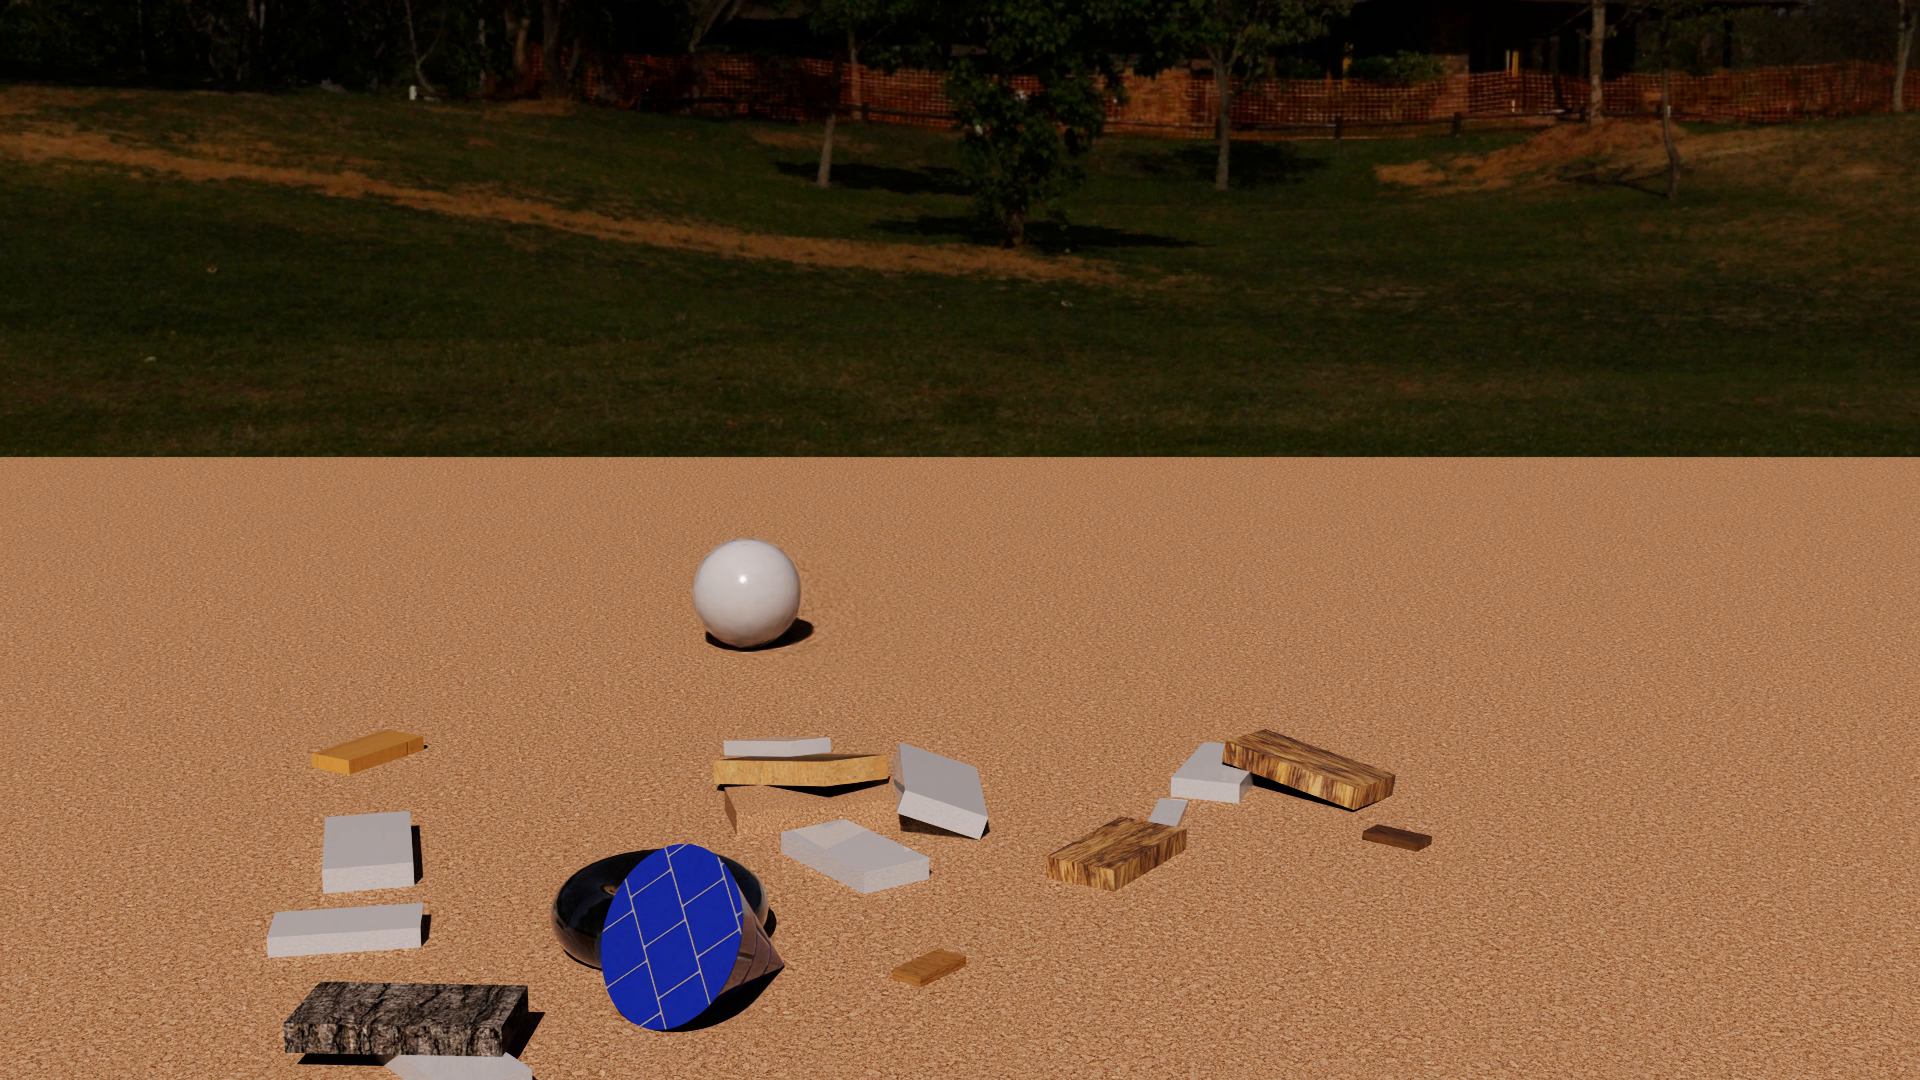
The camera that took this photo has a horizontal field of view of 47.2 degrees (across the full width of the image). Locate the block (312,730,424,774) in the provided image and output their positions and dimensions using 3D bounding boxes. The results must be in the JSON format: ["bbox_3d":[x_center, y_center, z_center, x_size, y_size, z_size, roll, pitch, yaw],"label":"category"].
[{"bbox_3d":[-1.199,0.429,4.457,0.103,0.029,0.206,6,12,30],"label":"block"}]

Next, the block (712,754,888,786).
[{"bbox_3d":[-0.305,0.435,4.172,0.316,0.045,0.158,-5,-3,44],"label":"block"}]

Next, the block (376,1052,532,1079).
[{"bbox_3d":[-0.683,0.705,2.958,0.115,0.033,0.229,-9,14,-39],"label":"block"}]

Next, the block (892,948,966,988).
[{"bbox_3d":[-0.046,0.646,3.323,0.054,0.015,0.109,8,13,38],"label":"block"}]

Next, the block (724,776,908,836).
[{"bbox_3d":[-0.268,0.492,4.076,0.316,0.045,0.158,-3,11,-14],"label":"block"}]

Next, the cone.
[{"bbox_3d":[-0.340,0.608,3.249,0.266,0.266,0.266,8,-13,38],"label":"cone"}]

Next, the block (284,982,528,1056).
[{"bbox_3d":[-0.756,0.657,3.018,0.295,0.042,0.148,0,11,3],"label":"block"}]

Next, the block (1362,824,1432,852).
[{"bbox_3d":[0.782,0.533,3.934,0.109,0.015,0.054,8,13,38],"label":"block"}]

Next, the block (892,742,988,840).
[{"bbox_3d":[-0.040,0.464,4.089,0.158,0.045,0.316,19,9,-7],"label":"block"}]

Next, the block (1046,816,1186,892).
[{"bbox_3d":[0.274,0.543,3.819,0.133,0.038,0.265,7,12,32],"label":"block"}]

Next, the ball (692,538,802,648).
[{"bbox_3d":[-0.523,0.131,5.405,0.269,0.269,0.269,0,11,0],"label":"ball"}]

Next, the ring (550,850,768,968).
[{"bbox_3d":[-0.469,0.577,3.437,0.339,0.113,0.339,0,12,0],"label":"ring"}]

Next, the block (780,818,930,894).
[{"bbox_3d":[-0.184,0.545,3.807,0.133,0.038,0.266,-8,13,-35],"label":"block"}]

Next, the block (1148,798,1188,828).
[{"bbox_3d":[0.383,0.510,4.059,0.054,0.015,0.166,2,11,13],"label":"block"}]

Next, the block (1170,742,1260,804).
[{"bbox_3d":[0.511,0.453,4.303,0.133,0.038,0.266,4,11,20],"label":"block"}]

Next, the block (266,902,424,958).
[{"bbox_3d":[-0.963,0.613,3.458,0.229,0.033,0.115,-2,11,-11],"label":"block"}]

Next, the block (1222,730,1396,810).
[{"bbox_3d":[0.671,0.440,4.238,0.295,0.042,0.148,18,17,37],"label":"block"}]

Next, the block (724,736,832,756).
[{"bbox_3d":[-0.360,0.406,4.320,0.103,0.029,0.206,-1,-3,-44],"label":"block"}]

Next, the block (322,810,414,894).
[{"bbox_3d":[-1.029,0.540,3.824,0.148,0.042,0.295,-3,11,-15],"label":"block"}]
